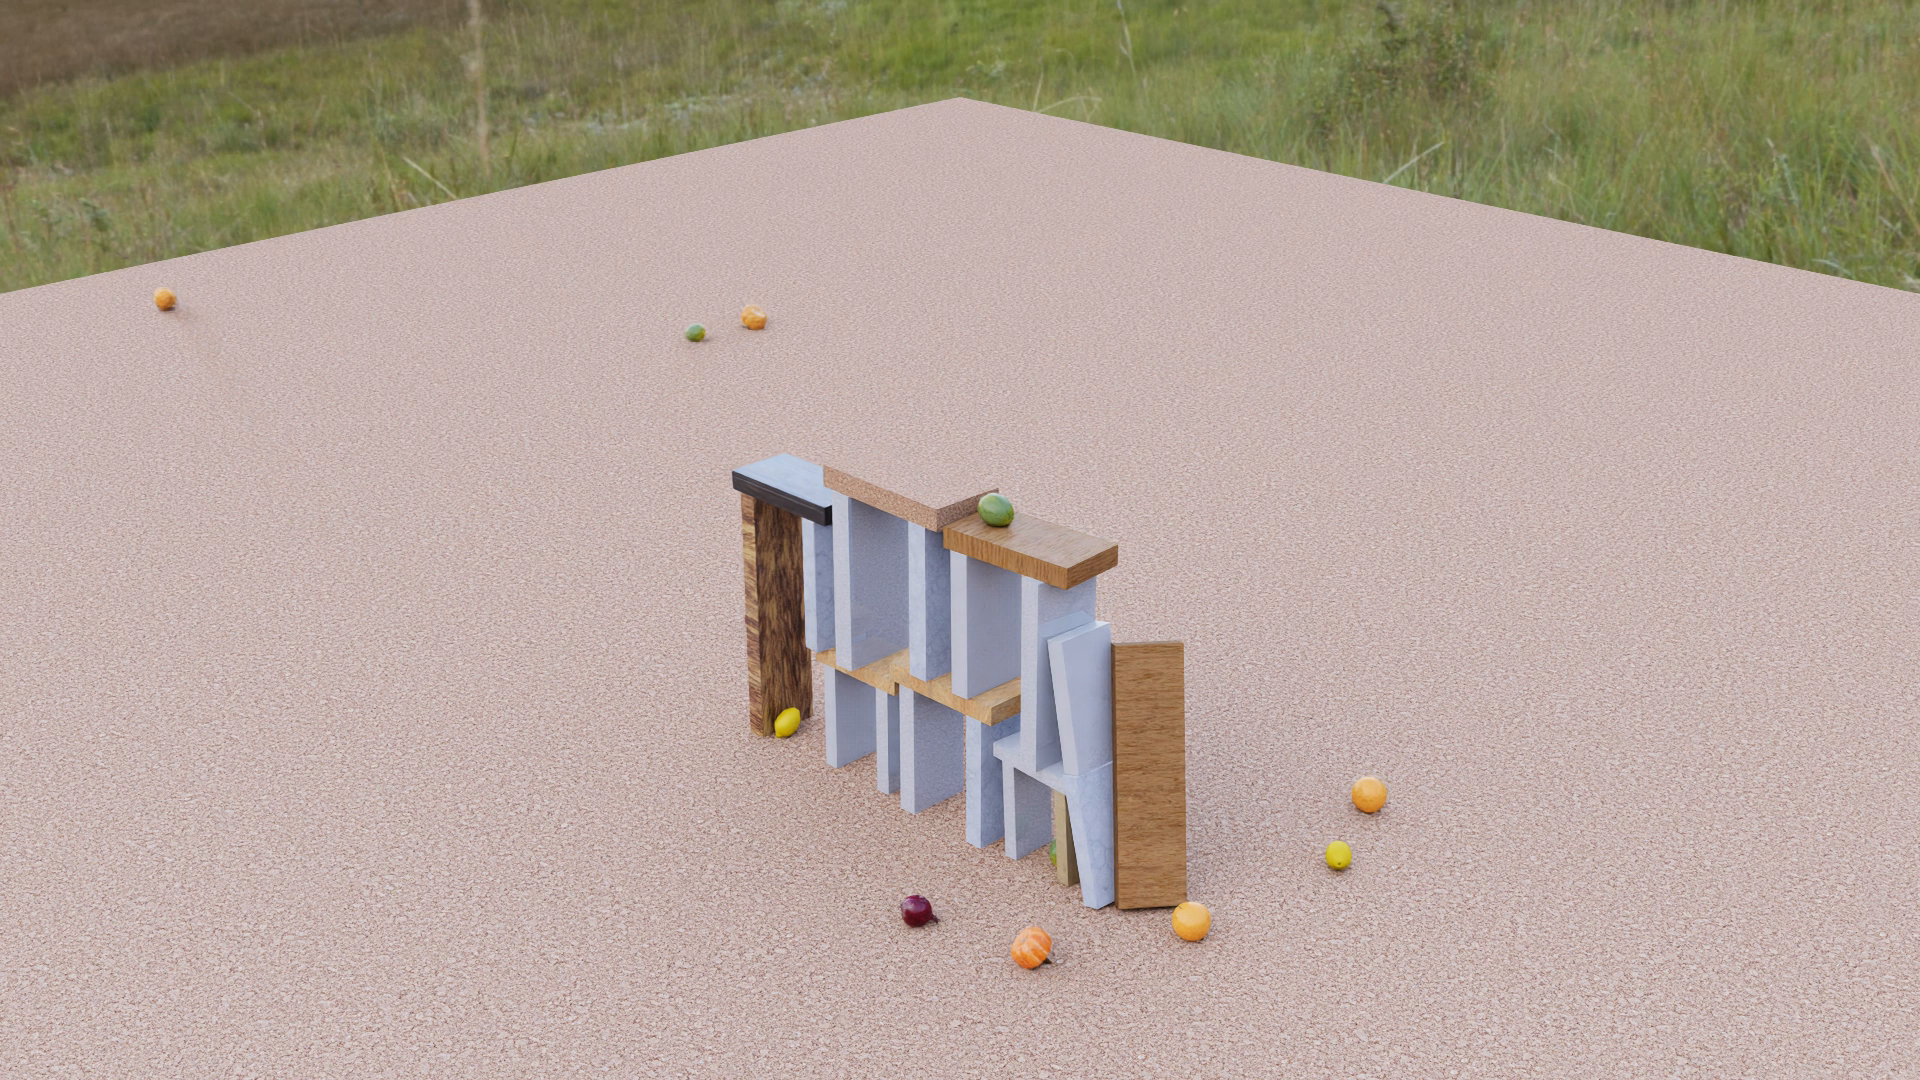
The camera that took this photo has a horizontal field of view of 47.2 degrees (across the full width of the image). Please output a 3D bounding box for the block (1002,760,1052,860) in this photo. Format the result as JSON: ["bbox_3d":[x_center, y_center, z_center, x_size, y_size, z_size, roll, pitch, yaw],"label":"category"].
[{"bbox_3d":[0.132,0.510,4.292,0.029,0.206,0.103,18,29,42],"label":"block"}]

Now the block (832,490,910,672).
[{"bbox_3d":[-0.178,0.062,4.437,0.046,0.379,0.164,21,31,40],"label":"block"}]

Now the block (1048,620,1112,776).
[{"bbox_3d":[0.236,0.294,4.088,0.130,0.260,0.037,-20,18,-40],"label":"block"}]

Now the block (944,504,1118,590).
[{"bbox_3d":[0.130,0.011,4.090,0.299,0.042,0.149,19,29,38],"label":"block"}]

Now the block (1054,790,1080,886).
[{"bbox_3d":[0.230,0.549,4.201,0.103,0.206,0.029,-19,25,-37],"label":"block"}]

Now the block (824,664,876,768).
[{"bbox_3d":[-0.229,0.352,4.629,0.118,0.237,0.034,-21,31,-41],"label":"block"}]

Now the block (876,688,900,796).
[{"bbox_3d":[-0.117,0.395,4.527,0.118,0.237,0.034,-21,31,-41],"label":"block"}]

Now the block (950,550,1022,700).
[{"bbox_3d":[0.051,0.142,4.219,0.149,0.299,0.042,-21,30,-40],"label":"block"}]

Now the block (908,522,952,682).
[{"bbox_3d":[-0.023,0.098,4.288,0.164,0.328,0.046,-20,30,-39],"label":"block"}]

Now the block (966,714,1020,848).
[{"bbox_3d":[0.076,0.453,4.332,0.141,0.282,0.040,-21,31,-41],"label":"block"}]

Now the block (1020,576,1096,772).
[{"bbox_3d":[0.183,0.233,4.112,0.149,0.385,0.042,-19,29,-38],"label":"block"}]

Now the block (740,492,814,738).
[{"bbox_3d":[-0.389,0.144,4.704,0.041,0.560,0.145,21,31,41],"label":"block"}]

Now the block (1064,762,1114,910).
[{"bbox_3d":[0.274,0.547,4.137,0.130,0.260,0.037,-18,14,-37],"label":"block"}]

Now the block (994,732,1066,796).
[{"bbox_3d":[0.170,0.420,4.202,0.103,0.029,0.206,-18,29,-37],"label":"block"}]

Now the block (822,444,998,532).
[{"bbox_3d":[-0.098,-0.104,4.284,0.164,0.046,0.328,-21,30,-40],"label":"block"}]

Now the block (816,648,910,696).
[{"bbox_3d":[-0.174,0.249,4.524,0.237,0.034,0.118,21,31,40],"label":"block"}]

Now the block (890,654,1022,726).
[{"bbox_3d":[0.010,0.279,4.330,0.282,0.040,0.141,21,31,41],"label":"block"}]

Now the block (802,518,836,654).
[{"bbox_3d":[-0.250,0.075,4.520,0.145,0.290,0.041,-18,29,-35],"label":"block"}]

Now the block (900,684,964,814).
[{"bbox_3d":[-0.057,0.401,4.454,0.040,0.282,0.141,21,31,41],"label":"block"}]

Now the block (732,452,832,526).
[{"bbox_3d":[-0.320,-0.105,4.523,0.145,0.041,0.290,-21,31,-40],"label":"block"}]

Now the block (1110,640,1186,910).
[{"bbox_3d":[0.353,0.438,4.107,0.130,0.495,0.037,-2,5,-8],"label":"block"}]
